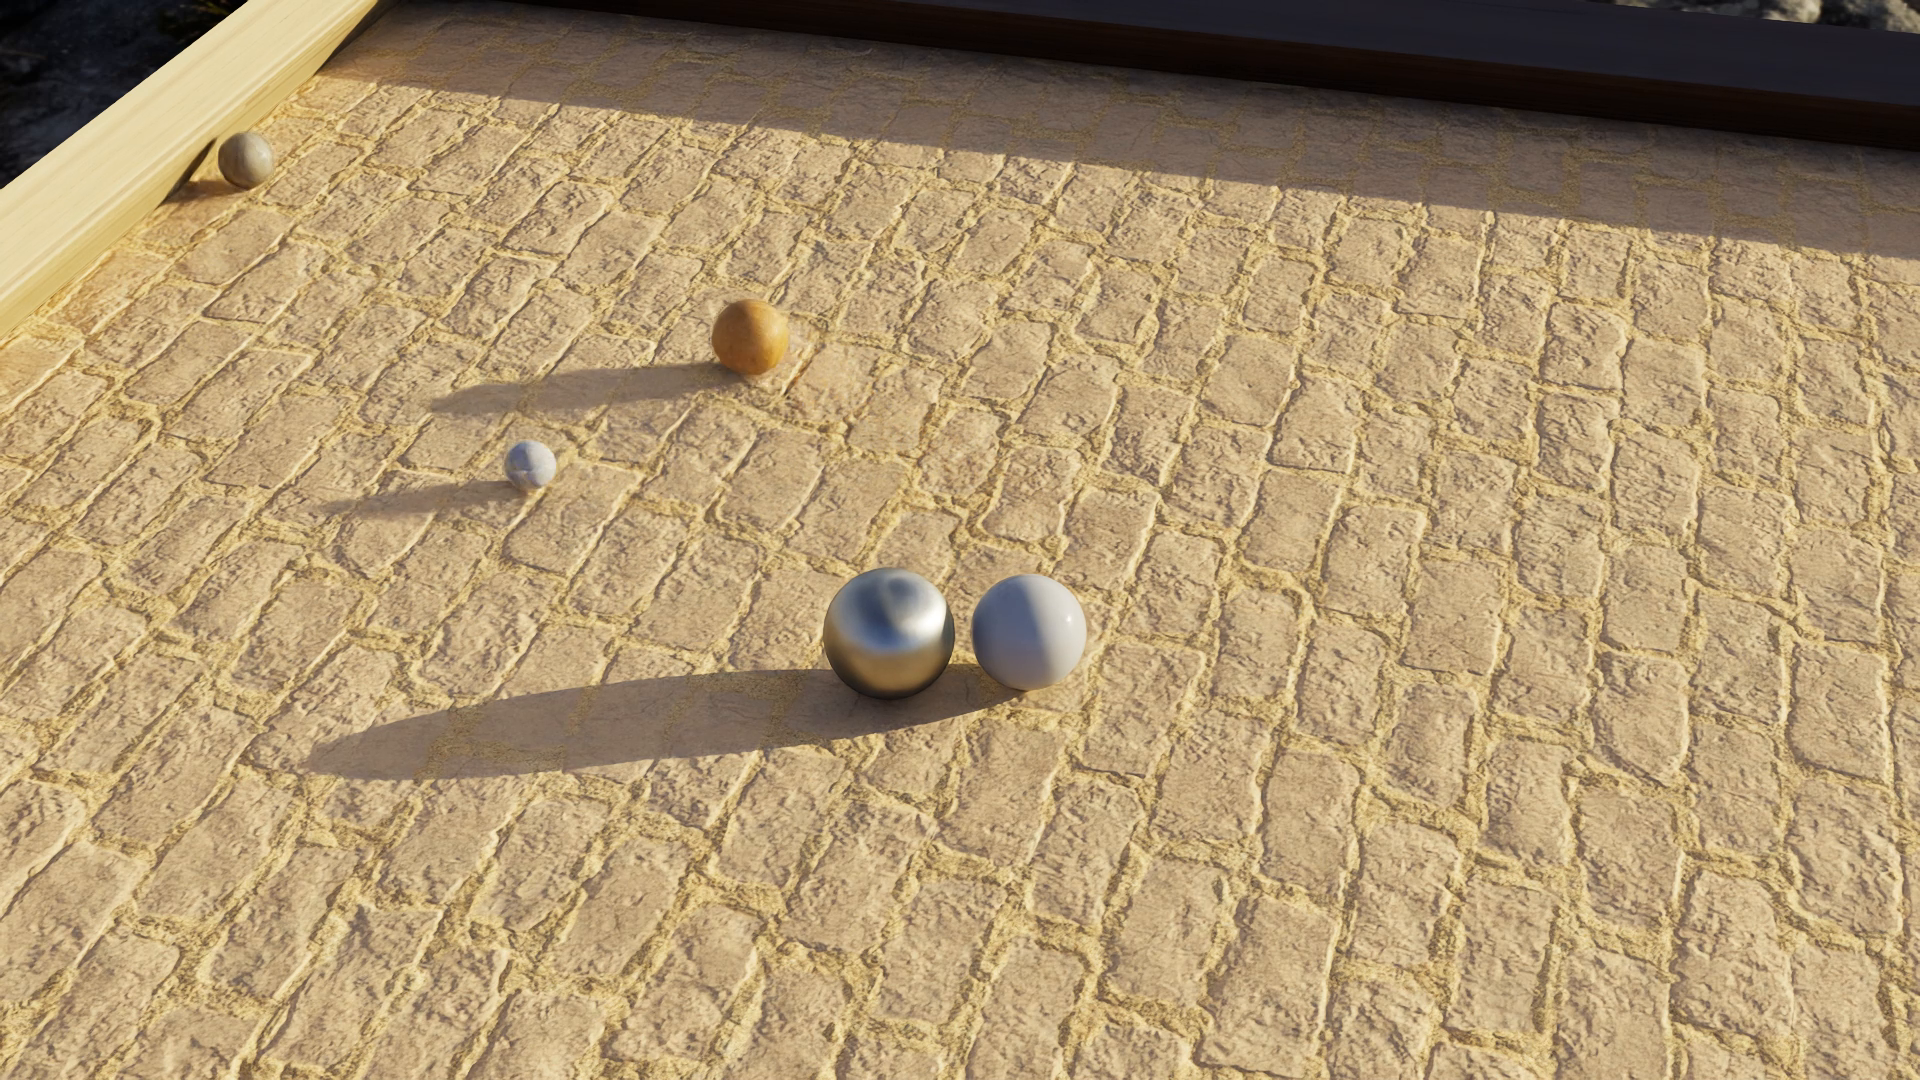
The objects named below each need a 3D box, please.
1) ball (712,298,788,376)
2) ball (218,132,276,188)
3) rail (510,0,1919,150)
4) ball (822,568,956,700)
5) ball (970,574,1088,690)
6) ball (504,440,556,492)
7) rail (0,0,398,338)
[{"bbox_3d":[-0.186,-0.180,2.281,0.068,0.068,0.068,0,34,0],"label":"ball"},{"bbox_3d":[-0.723,-0.385,2.598,0.056,0.056,0.056,0,34,0],"label":"ball"},{"bbox_3d":[1.174,-0.421,2.586,3.796,0.127,0.045,8,35,12],"label":"rail"},{"bbox_3d":[-0.052,0.069,1.882,0.098,0.098,0.098,0,34,0],"label":"ball"},{"bbox_3d":[0.050,0.068,1.893,0.087,0.087,0.087,0,34,0],"label":"ball"},{"bbox_3d":[-0.356,-0.062,2.126,0.043,0.043,0.043,0,34,0],"label":"ball"},{"bbox_3d":[-0.894,-0.158,2.193,0.045,0.127,2.033,8,35,12],"label":"rail"}]
